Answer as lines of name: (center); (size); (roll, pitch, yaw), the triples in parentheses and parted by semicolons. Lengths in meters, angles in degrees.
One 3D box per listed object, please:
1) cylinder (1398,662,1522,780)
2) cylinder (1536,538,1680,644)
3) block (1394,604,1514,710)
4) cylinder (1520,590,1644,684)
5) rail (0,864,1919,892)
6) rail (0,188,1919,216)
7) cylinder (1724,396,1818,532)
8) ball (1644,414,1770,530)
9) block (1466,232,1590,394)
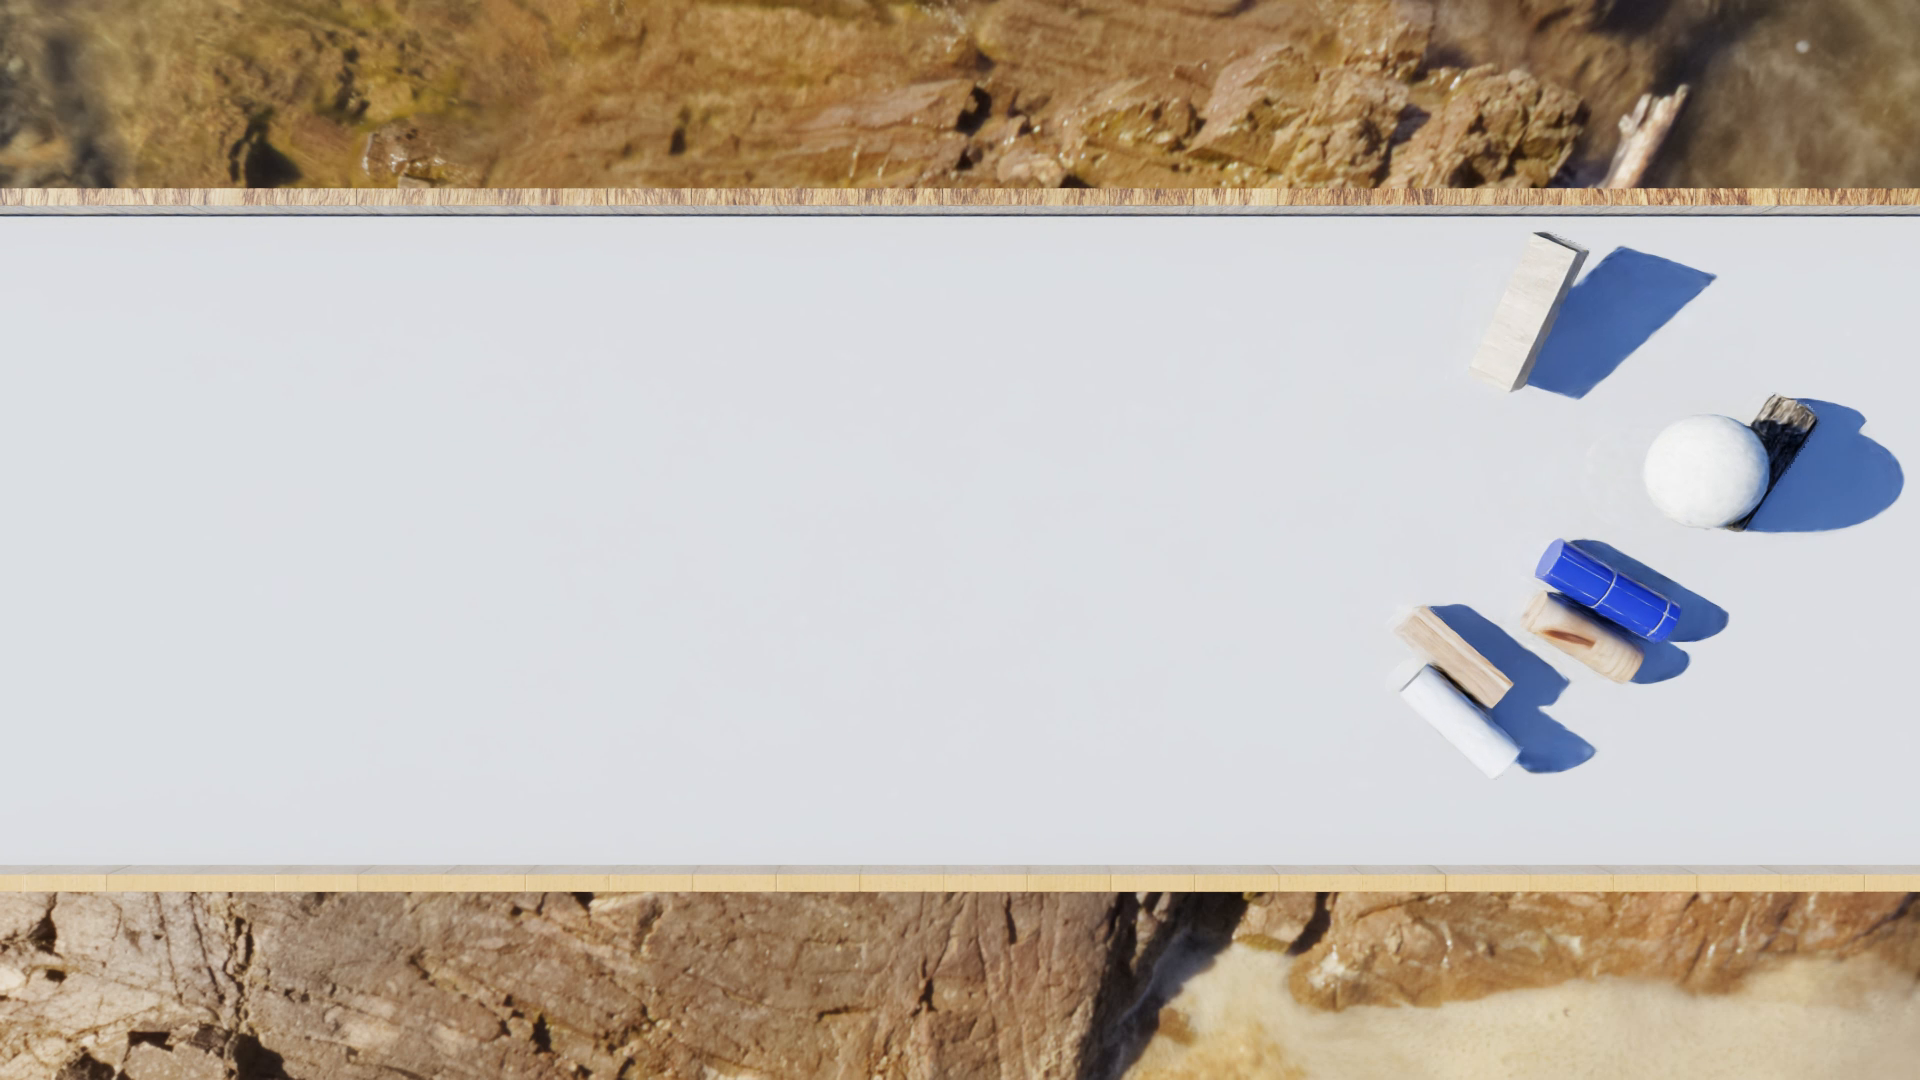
cylinder: (1.507, 0.545, 4.977); (0.366, 0.135, 0.135); (44, 90, 11)
cylinder: (1.965, 0.155, 5.007); (0.407, 0.139, 0.139); (29, 90, 0)
block: (1.496, 0.355, 5.003); (0.353, 0.103, 0.103); (42, 87, 6)
cylinder: (1.889, 0.297, 5.011); (0.342, 0.132, 0.132); (31, 90, 0)
rail: (-2.247, 1.025, 5.001); (12.000, 0.150, 0.050); (0, 90, 0)
rail: (-2.247, -1.025, 5.002); (12.000, 0.150, 0.050); (0, 90, 0)
cylinder: (2.414, -0.231, 4.999); (0.154, 0.154, 0.399); (34, 90, 0)
ball: (2.181, -0.200, 4.823); (0.339, 0.339, 0.339); (0, 90, 0)
block: (1.685, -0.675, 4.899); (0.139, 0.139, 0.450); (31, 117, 26)
